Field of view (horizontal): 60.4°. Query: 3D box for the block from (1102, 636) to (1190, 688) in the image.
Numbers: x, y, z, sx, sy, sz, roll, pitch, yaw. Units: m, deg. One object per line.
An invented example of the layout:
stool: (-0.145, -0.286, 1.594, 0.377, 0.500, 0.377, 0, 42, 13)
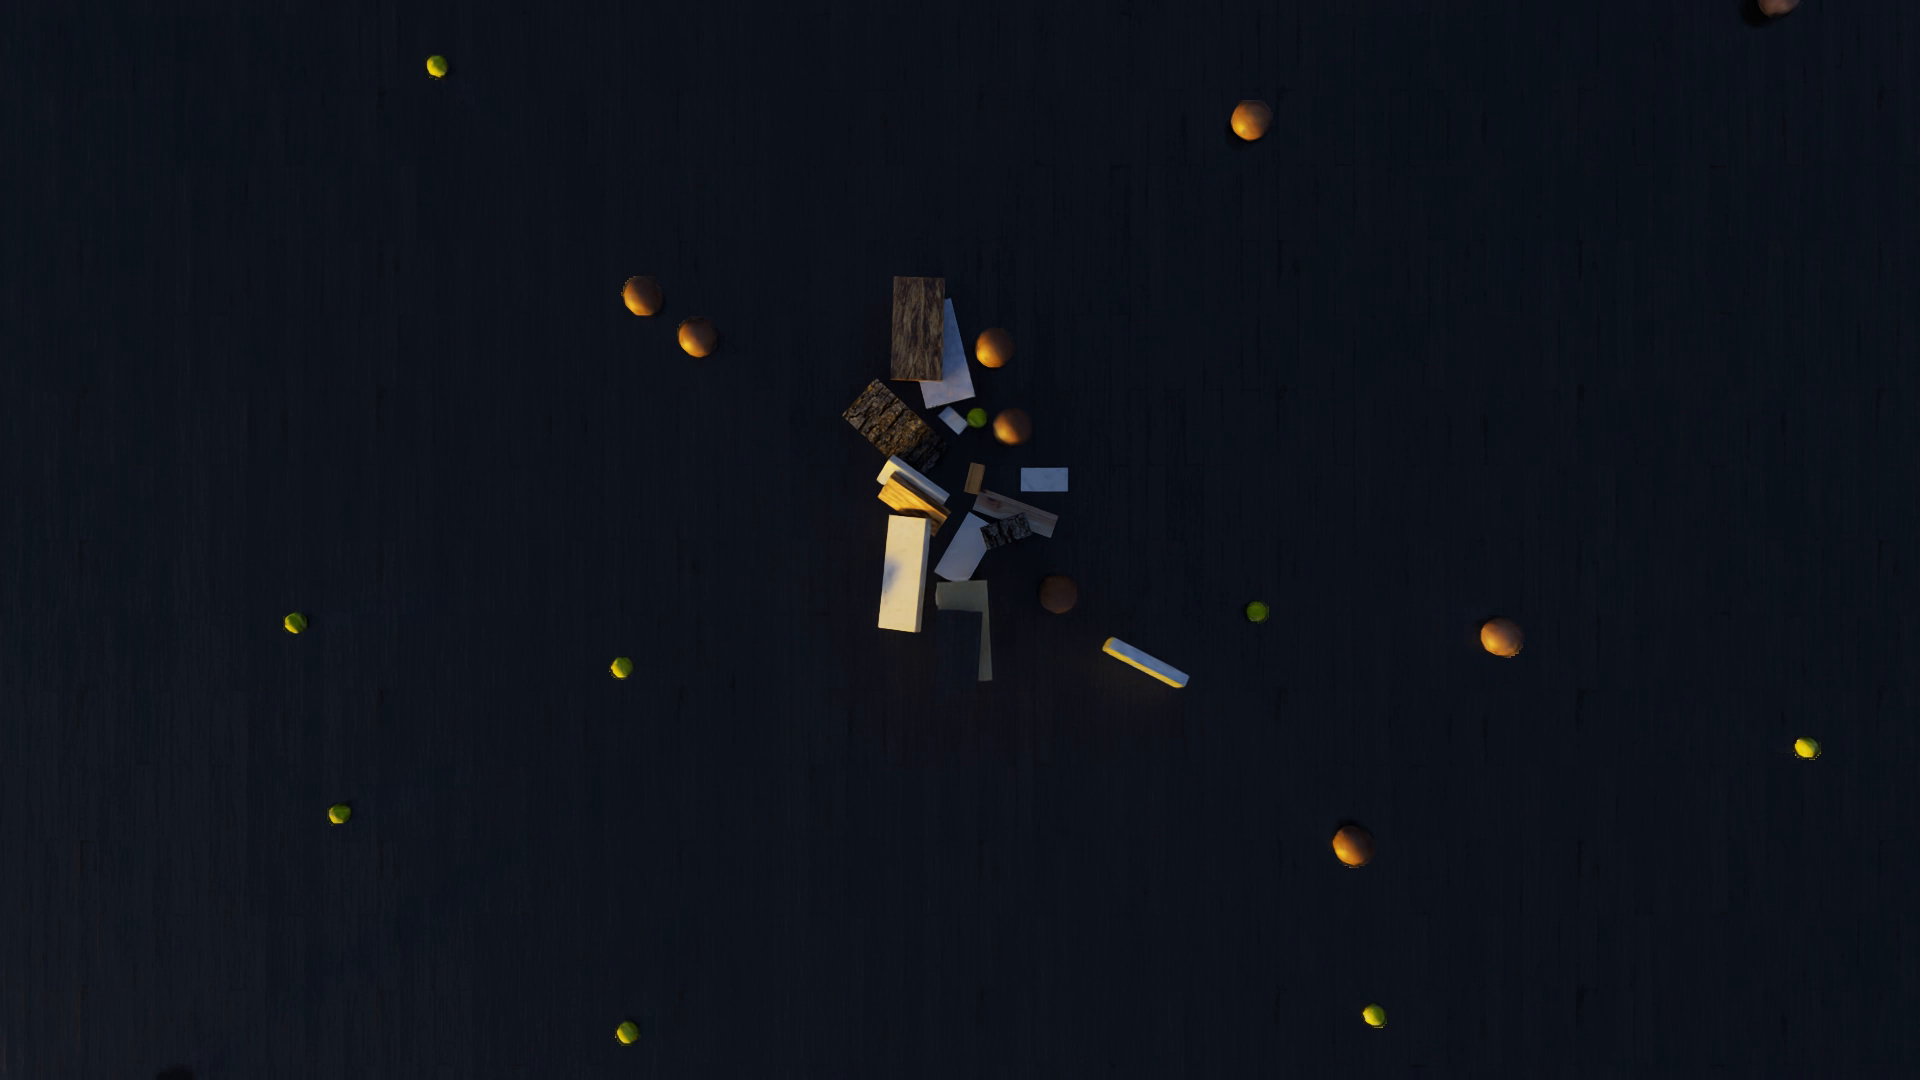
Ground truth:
block: (0.610, 0.404, 5.428, 0.280, 0.140, 0.040, 27, 81, 0)

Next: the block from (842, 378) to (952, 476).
block: (-0.210, -0.361, 5.476, 0.336, 0.048, 0.168, 42, 90, 0)

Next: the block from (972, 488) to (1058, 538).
block: (0.184, -0.091, 5.489, 0.276, 0.022, 0.078, 20, 90, 0)

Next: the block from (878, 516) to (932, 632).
block: (-0.182, 0.110, 5.447, 0.140, 0.040, 0.374, 6, 91, 29)

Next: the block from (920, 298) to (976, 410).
block: (-0.071, -0.617, 5.476, 0.168, 0.048, 0.336, -14, 90, 0)

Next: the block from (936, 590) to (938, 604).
block: (0.002, 0.183, 5.343, 0.157, 0.313, 0.044, -1, 89, 0)

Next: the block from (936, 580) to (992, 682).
block: (0.014, 0.285, 5.164, 0.157, 0.044, 0.313, -3, 90, 0)

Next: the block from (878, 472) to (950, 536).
block: (-0.151, -0.118, 5.446, 0.230, 0.115, 0.033, 35, 48, 0)

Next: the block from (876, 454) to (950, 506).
block: (-0.155, -0.175, 5.446, 0.230, 0.115, 0.033, 35, 48, 0)

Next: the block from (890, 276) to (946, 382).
block: (-0.138, -0.693, 5.429, 0.168, 0.048, 0.336, 2, 90, 0)

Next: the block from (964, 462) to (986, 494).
block: (0.049, -0.204, 5.482, 0.050, 0.014, 0.101, 14, 90, 28)

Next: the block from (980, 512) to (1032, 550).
block: (0.153, -0.029, 5.459, 0.156, 0.022, 0.078, -19, 95, -4)

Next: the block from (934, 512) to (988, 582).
block: (0.021, 0.035, 5.484, 0.115, 0.033, 0.230, 30, 90, 0)

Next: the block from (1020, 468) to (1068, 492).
block: (0.281, -0.201, 5.489, 0.156, 0.022, 0.078, 0, 90, 0)

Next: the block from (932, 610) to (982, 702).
block: (-0.009, 0.359, 5.122, 0.140, 0.040, 0.280, 4, 90, 0)

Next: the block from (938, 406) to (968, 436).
block: (-0.021, -0.398, 5.471, 0.050, 0.014, 0.101, -46, 63, 0)
